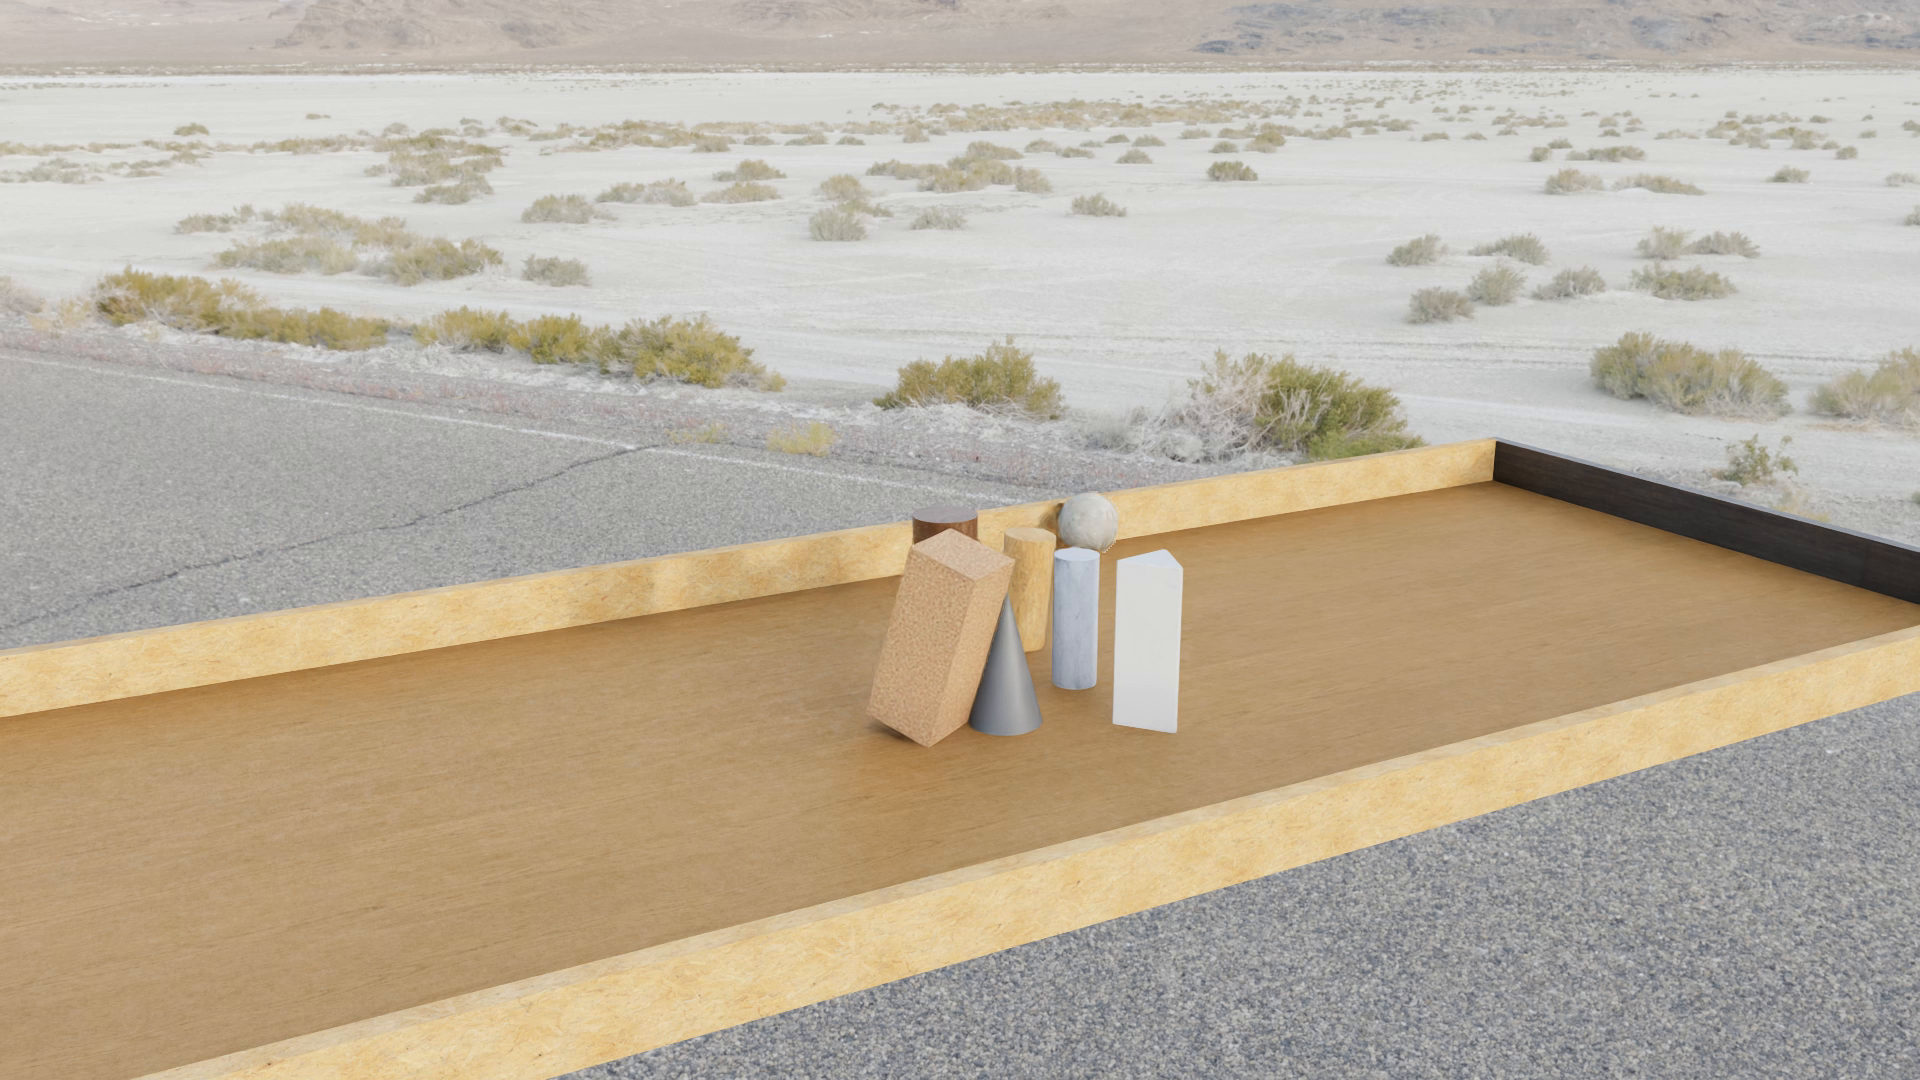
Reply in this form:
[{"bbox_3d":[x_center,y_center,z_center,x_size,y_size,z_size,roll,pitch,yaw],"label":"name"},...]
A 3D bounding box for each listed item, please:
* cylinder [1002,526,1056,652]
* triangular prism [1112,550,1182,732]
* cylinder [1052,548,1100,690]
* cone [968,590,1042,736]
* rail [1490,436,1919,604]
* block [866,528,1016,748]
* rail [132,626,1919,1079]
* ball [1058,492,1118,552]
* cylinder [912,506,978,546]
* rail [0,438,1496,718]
[{"bbox_3d":[0.171,0.129,4.359,0.136,0.302,0.136,5,16,-1],"label":"cylinder"},{"bbox_3d":[0.455,0.231,3.861,0.153,0.400,0.132,7,18,21],"label":"triangular prism"},{"bbox_3d":[0.287,0.195,4.099,0.113,0.334,0.113,0,16,0],"label":"cylinder"},{"bbox_3d":[0.108,0.269,3.852,0.176,0.331,0.176,0,16,0],"label":"cone"},{"bbox_3d":[2.466,-0.048,5.253,0.050,0.150,2.100,-9,18,-27],"label":"rail"},{"bbox_3d":[-0.047,0.223,3.764,0.177,0.438,0.177,26,26,23],"label":"block"},{"bbox_3d":[-2.336,1.006,1.665,12.000,0.150,0.050,-9,18,-27],"label":"rail"},{"bbox_3d":[0.401,-0.052,5.167,0.192,0.192,0.192,0,16,0],"label":"ball"},{"bbox_3d":[-0.036,0.148,4.074,0.161,0.439,0.161,0,16,0],"label":"cylinder"},{"bbox_3d":[-3.305,0.497,3.399,12.000,0.150,0.050,-9,18,-27],"label":"rail"}]
